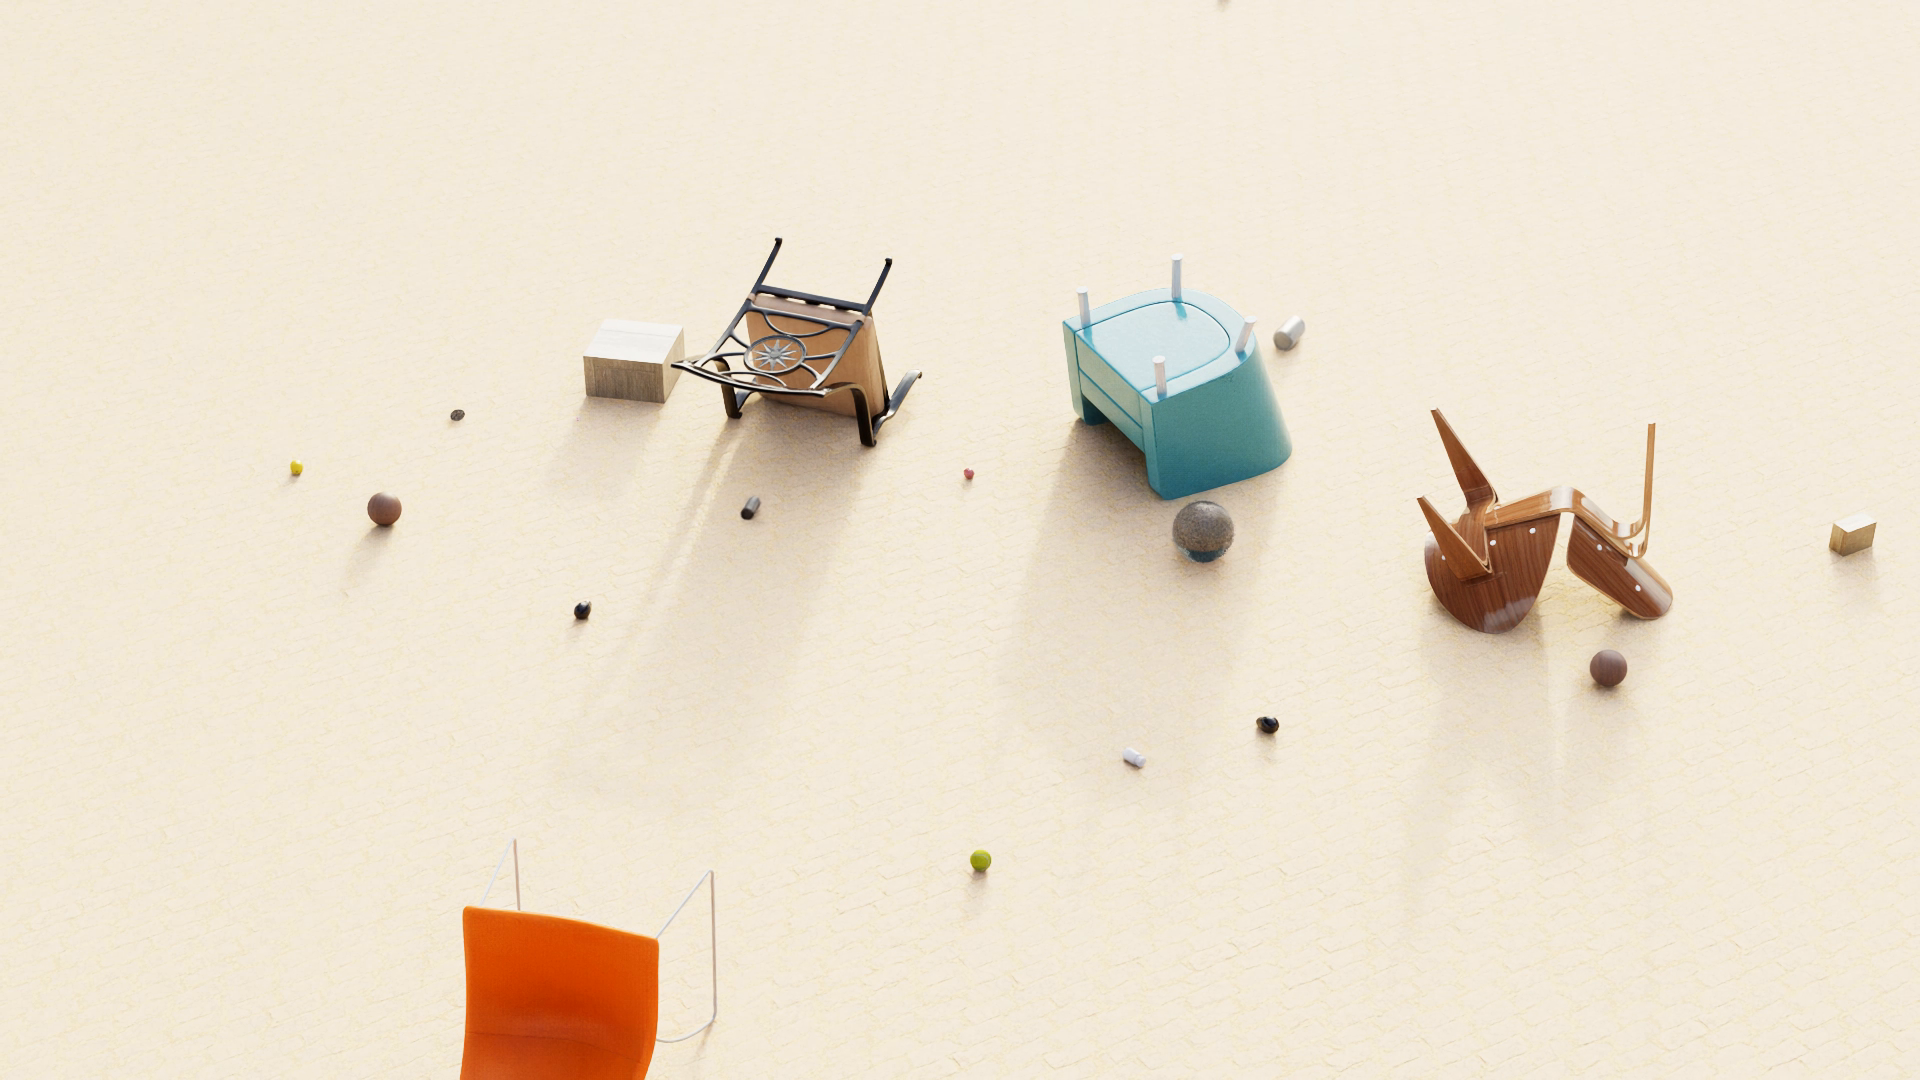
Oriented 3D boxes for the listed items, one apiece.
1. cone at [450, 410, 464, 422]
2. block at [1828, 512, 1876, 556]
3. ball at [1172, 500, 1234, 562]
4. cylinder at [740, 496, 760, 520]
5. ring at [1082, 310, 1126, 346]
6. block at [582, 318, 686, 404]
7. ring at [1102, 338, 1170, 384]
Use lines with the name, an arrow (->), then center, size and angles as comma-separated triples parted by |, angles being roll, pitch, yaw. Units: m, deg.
cone -> -2.011, -0.502, 11.686 | 0.062, 0.047, 0.063 | -17, 17, -21
block -> 3.312, -0.020, 10.876 | 0.145, 0.109, 0.076 | -18, 37, -25
ball -> 0.894, -0.030, 10.782 | 0.229, 0.229, 0.229 | 0, 33, 0
cylinder -> -0.792, -0.121, 11.079 | 0.049, 0.057, 0.087 | 44, 34, -12
ring -> 0.604, -0.888, 12.247 | 0.181, 0.052, 0.276 | -5, 33, -6
block -> -1.317, -0.727, 11.878 | 0.329, 0.186, 0.313 | 6, 34, 9
ring -> 0.721, -0.732, 12.004 | 0.272, 0.059, 0.347 | -5, 33, -8
